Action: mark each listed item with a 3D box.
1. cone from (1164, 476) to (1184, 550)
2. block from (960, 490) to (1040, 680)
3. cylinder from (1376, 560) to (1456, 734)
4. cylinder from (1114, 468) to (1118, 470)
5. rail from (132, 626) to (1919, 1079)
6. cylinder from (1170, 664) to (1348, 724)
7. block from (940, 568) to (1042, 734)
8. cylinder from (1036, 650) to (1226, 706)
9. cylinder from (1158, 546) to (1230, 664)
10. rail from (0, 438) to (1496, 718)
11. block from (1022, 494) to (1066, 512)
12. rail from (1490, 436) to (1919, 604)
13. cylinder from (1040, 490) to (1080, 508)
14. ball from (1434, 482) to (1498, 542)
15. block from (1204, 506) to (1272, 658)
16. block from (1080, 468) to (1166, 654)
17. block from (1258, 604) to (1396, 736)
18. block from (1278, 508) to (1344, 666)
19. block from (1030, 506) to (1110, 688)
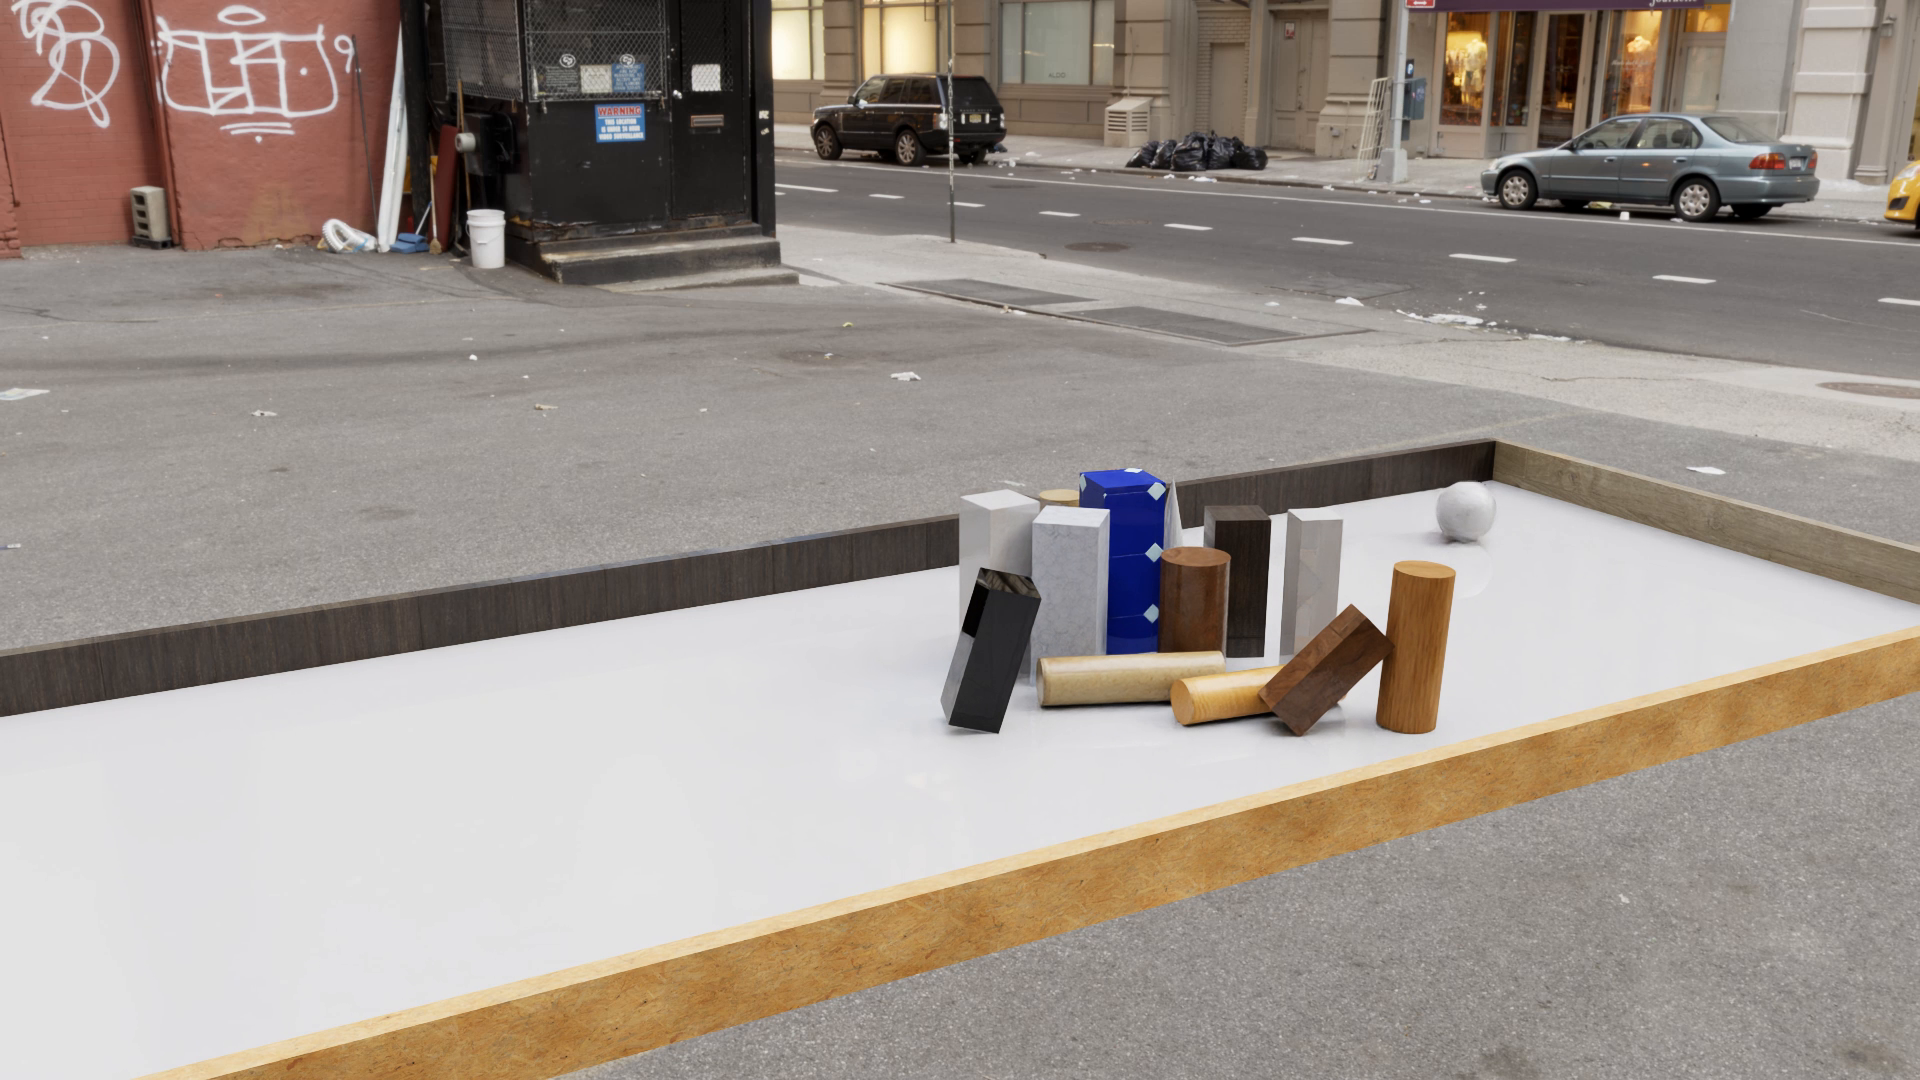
[{"bbox_3d":[0.583,0.018,4.568,0.156,0.410,0.156,0,16,0],"label":"cone"},{"bbox_3d":[0.098,0.117,4.149,0.144,0.455,0.144,-10,19,-30],"label":"block"},{"bbox_3d":[1.058,0.247,3.835,0.139,0.377,0.139,2,16,-1],"label":"cylinder"},{"bbox_3d":[0.460,-0.035,4.879,0.102,0.335,0.102,0,16,0],"label":"cylinder"},{"bbox_3d":[-2.336,1.006,1.665,12.000,0.150,0.050,-9,18,-27],"label":"rail"},{"bbox_3d":[0.717,0.360,3.939,0.423,0.107,0.107,-6,17,-19],"label":"cylinder"},{"bbox_3d":[0.068,0.256,3.811,0.124,0.349,0.124,12,19,-15],"label":"block"},{"bbox_3d":[0.414,0.336,4.006,0.446,0.117,0.117,-2,16,-6],"label":"cylinder"},{"bbox_3d":[0.585,0.192,4.140,0.173,0.317,0.173,0,16,0],"label":"cylinder"},{"bbox_3d":[-3.305,0.497,3.399,12.000,0.150,0.050,-9,18,-27],"label":"rail"},{"bbox_3d":[0.157,0.097,4.340,0.178,0.387,0.178,15,22,42],"label":"block"},{"bbox_3d":[2.466,-0.048,5.253,0.050,0.150,2.100,-9,18,-27],"label":"rail"},{"bbox_3d":[0.282,0.039,4.618,0.125,0.341,0.125,0,16,0],"label":"cylinder"},{"bbox_3d":[1.634,-0.092,5.324,0.194,0.194,0.194,0,16,0],"label":"ball"},{"bbox_3d":[0.719,0.108,4.324,0.144,0.373,0.144,-1,16,-3],"label":"block"},{"bbox_3d":[0.421,0.058,4.343,0.169,0.459,0.169,-5,17,-17],"label":"block"},{"bbox_3d":[0.848,0.301,3.824,0.301,0.104,0.104,-45,17,6],"label":"block"},{"bbox_3d":[0.866,0.146,4.083,0.104,0.436,0.104,-2,17,-8],"label":"block"},{"bbox_3d":[0.274,0.145,4.107,0.162,0.425,0.162,4,17,14],"label":"block"}]
